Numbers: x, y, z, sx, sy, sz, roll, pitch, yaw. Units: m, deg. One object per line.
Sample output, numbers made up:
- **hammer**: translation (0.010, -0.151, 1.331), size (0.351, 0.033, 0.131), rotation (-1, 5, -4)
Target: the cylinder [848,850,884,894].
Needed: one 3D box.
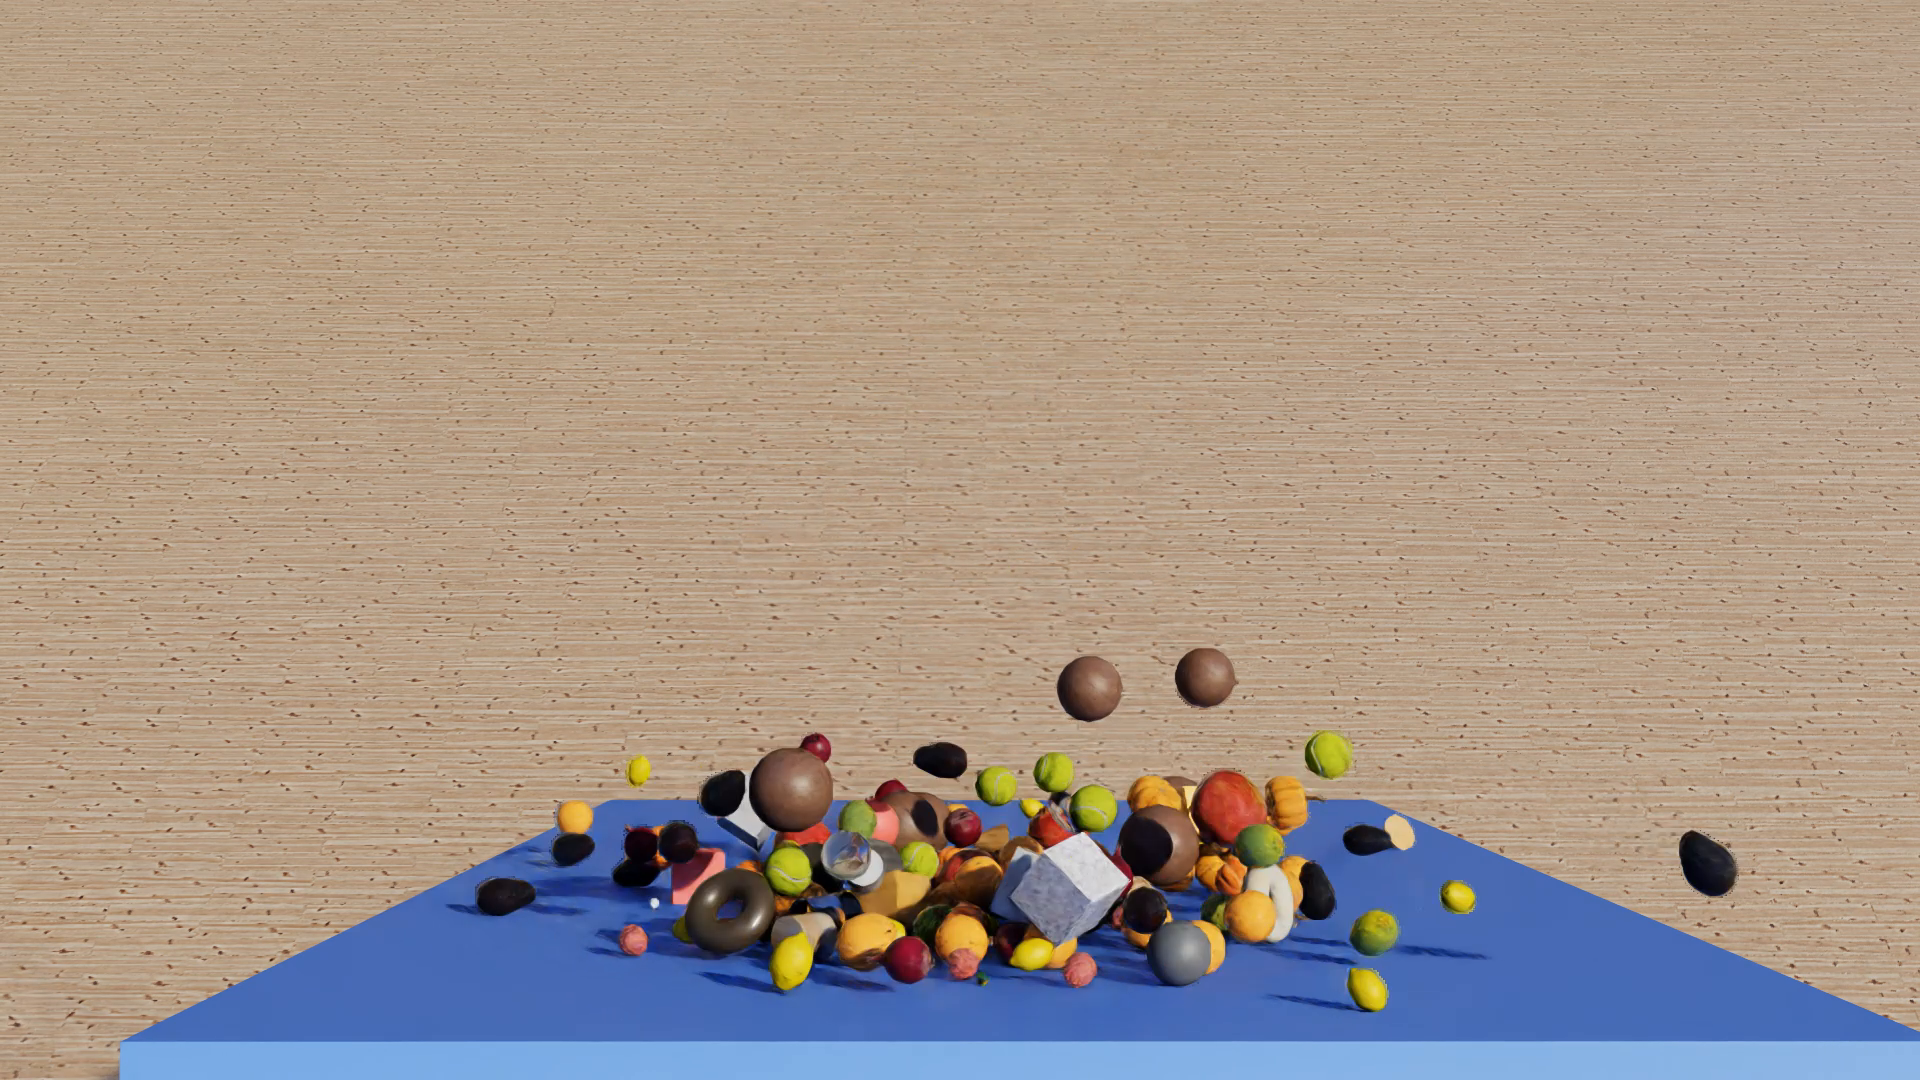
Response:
- **cylinder**: translation (-0.135, 0.466, 3.665), size (0.055, 0.055, 0.055), rotation (0, 70, 1)

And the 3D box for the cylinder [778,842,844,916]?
- **cylinder**: translation (-0.227, 0.528, 3.989), size (0.096, 0.096, 0.096), rotation (2, 16, 2)

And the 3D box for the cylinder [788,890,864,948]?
- **cylinder**: translation (-0.187, 0.532, 3.620), size (0.076, 0.076, 0.076), rotation (-5, 31, -40)

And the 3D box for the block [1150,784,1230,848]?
- **block**: translation (0.391, 0.468, 4.416), size (0.087, 0.087, 0.087), rotation (0, 73, -40)

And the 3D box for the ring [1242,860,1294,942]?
- **ring**: translation (0.441, 0.518, 3.716), size (0.039, 0.117, 0.117), rotation (-14, 27, 31)

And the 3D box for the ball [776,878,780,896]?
- **ball**: translation (-0.273, 0.569, 4.245), size (0.056, 0.056, 0.056), rotation (0, 35, 0)

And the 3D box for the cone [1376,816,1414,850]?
- **cone**: translation (0.881, 0.616, 5.349), size (0.076, 0.076, 0.076), rotation (18, 53, -26)

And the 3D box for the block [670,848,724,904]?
- **block**: translation (-0.435, 0.556, 4.302), size (0.085, 0.085, 0.085), rotation (0, -3, -9)

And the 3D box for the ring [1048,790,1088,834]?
- **ring**: translation (0.187, 0.475, 4.535), size (0.029, 0.087, 0.087), rotation (-30, 45, -33)

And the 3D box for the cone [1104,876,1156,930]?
- **cone**: translation (0.230, 0.519, 3.843), size (0.089, 0.089, 0.089), rotation (-16, 53, 22)

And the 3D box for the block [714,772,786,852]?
- **block**: translation (-0.419, 0.545, 5.214), size (0.100, 0.100, 0.100), rotation (31, 70, 12)

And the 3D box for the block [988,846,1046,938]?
- **block**: translation (0.110, 0.488, 3.579), size (0.095, 0.095, 0.095), rotation (24, -4, 14)

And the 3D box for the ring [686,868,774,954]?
- **ring**: translation (-0.315, 0.508, 3.557), size (0.129, 0.043, 0.129), rotation (-11, 48, 13)

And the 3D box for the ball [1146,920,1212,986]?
- **ball**: translation (0.277, 0.524, 3.292), size (0.083, 0.083, 0.083), rotation (0, 35, 0)

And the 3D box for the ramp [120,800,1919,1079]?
- **ramp**: translation (0.078, 0.667, 4.848), size (2.000, 0.100, 4.000), rotation (0, -2, 0)

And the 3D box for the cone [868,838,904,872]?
- **cone**: translation (-0.135, 0.501, 3.871), size (0.086, 0.086, 0.086), rotation (6, 62, -11)

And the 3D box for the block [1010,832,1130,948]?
- **block**: translation (0.145, 0.459, 3.412), size (0.093, 0.093, 0.093), rotation (46, 34, 20)

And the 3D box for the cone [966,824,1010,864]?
- **cone**: translation (0.040, 0.511, 4.402), size (0.069, 0.069, 0.069), rotation (7, 33, -16)

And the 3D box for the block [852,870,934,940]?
- **block**: translation (-0.097, 0.524, 3.725), size (0.080, 0.080, 0.080), rotation (-17, 68, 33)

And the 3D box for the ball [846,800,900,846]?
- **ball**: translation (-0.151, 0.494, 4.489), size (0.092, 0.092, 0.092), rotation (0, 35, 0)

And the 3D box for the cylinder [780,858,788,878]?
- **cylinder**: translation (-0.240, 0.543, 4.193), size (0.073, 0.073, 0.073), rotation (32, 19, 37)

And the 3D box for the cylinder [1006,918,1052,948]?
- **cylinder**: translation (0.109, 0.520, 3.708), size (0.088, 0.088, 0.088), rotation (-2, 26, 1)

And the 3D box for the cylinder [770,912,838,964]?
- **cylinder**: translation (-0.211, 0.540, 3.530), size (0.065, 0.065, 0.065), rotation (33, 19, 38)

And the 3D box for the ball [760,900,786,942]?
- **ball**: translation (-0.281, 0.550, 3.762), size (0.062, 0.062, 0.062), rotation (0, 35, 0)

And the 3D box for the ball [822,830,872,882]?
- **ball**: translation (-0.157, 0.437, 3.595), size (0.070, 0.070, 0.070), rotation (0, 35, 0)
